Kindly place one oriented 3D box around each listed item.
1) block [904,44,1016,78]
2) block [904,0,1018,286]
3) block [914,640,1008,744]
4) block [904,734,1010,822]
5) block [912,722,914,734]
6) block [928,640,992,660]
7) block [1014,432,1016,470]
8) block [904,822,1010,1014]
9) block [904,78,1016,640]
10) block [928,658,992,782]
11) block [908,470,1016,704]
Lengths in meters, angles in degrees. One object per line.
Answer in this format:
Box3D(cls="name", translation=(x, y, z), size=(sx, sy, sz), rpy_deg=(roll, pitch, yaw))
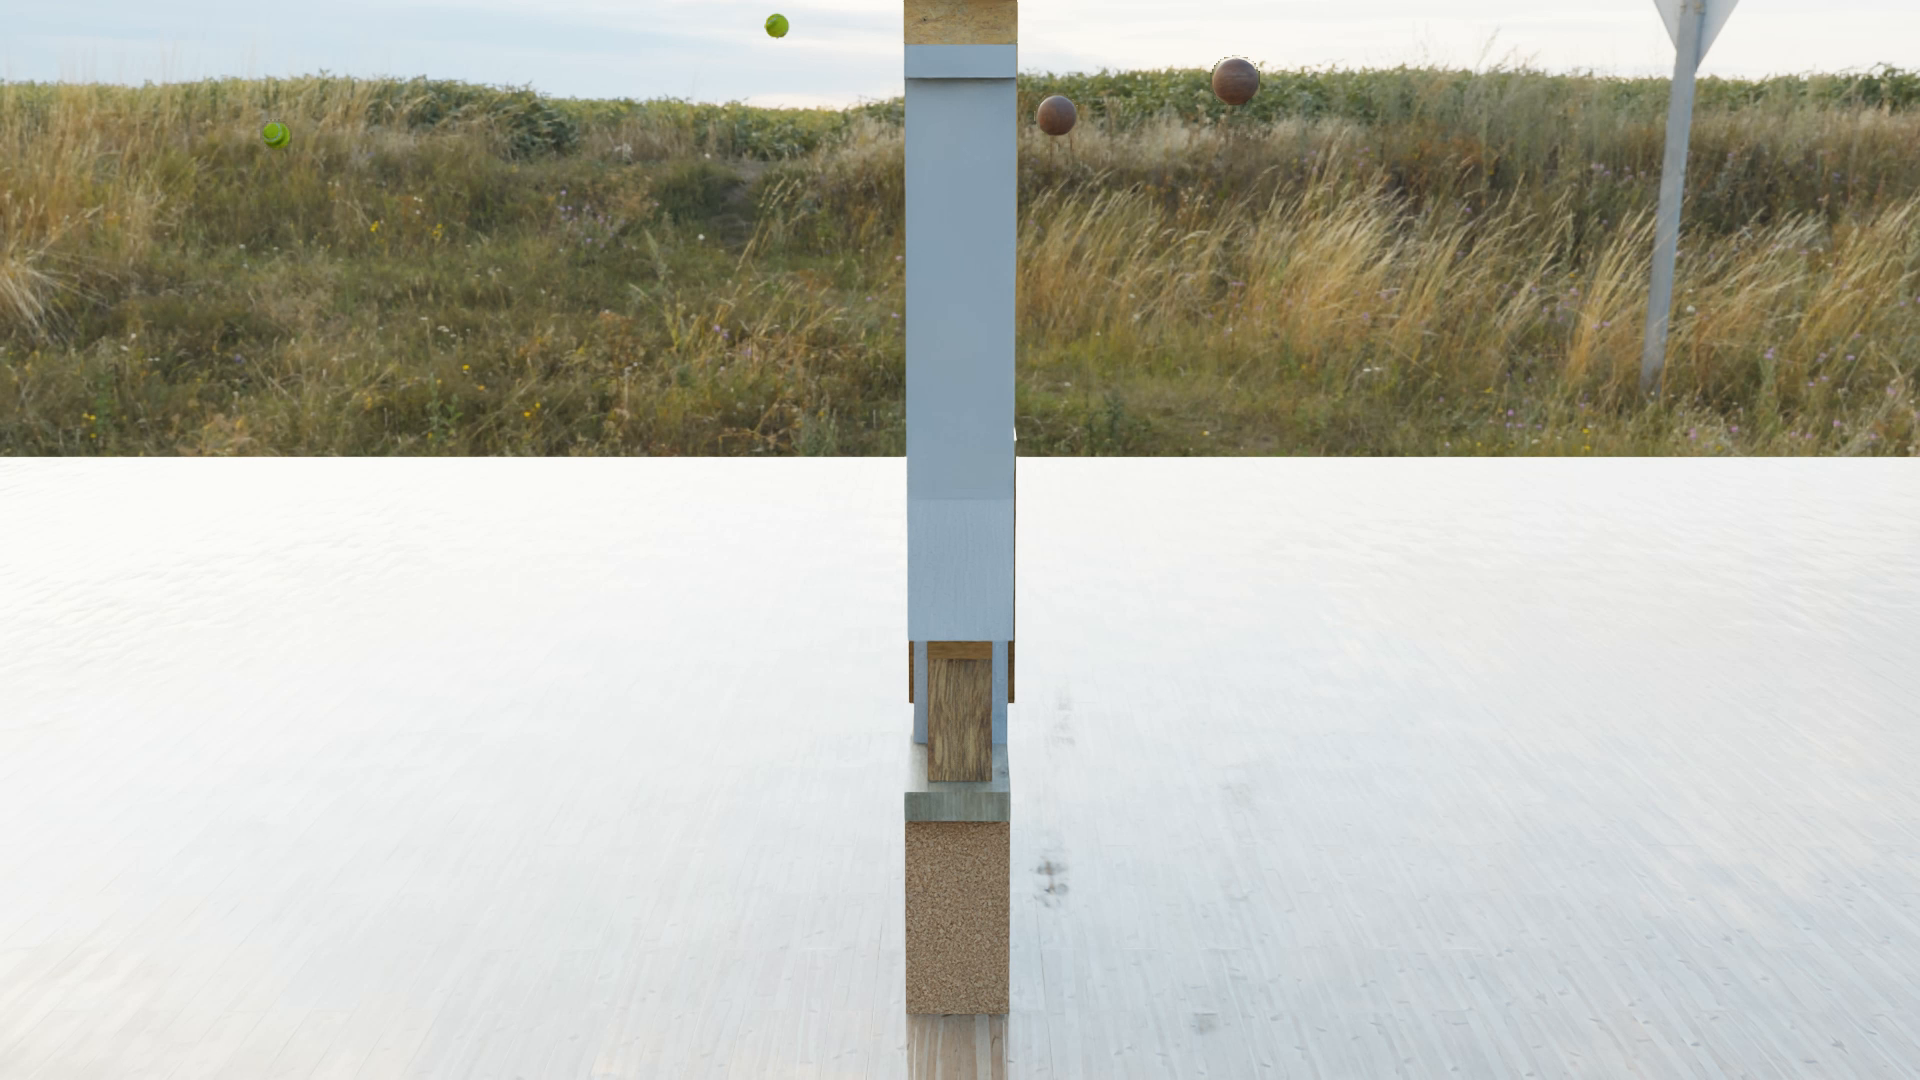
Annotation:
Box3D(cls="block", translation=(0.001, -0.659, 3.046), size=(0.148, 0.042, 0.297), rpy_deg=(0, 11, 0))
Box3D(cls="block", translation=(0.001, -0.596, 3.271), size=(0.168, 0.431, 0.048), rpy_deg=(0, 10, 0))
Box3D(cls="block", translation=(0.001, 0.165, 3.317), size=(0.141, 0.283, 0.040), rpy_deg=(0, 11, 0))
Box3D(cls="block", translation=(-0.003, 0.346, 3.229), size=(0.149, 0.042, 0.299), rpy_deg=(0, 11, 0))
Box3D(cls="block", translation=(-0.004, 0.306, 3.523), size=(0.143, 0.040, 0.285), rpy_deg=(0, 11, 0))
Box3D(cls="block", translation=(0.000, 0.137, 3.167), size=(0.091, 0.026, 0.183), rpy_deg=(0, 11, 0))
Box3D(cls="block", translation=(0.003, -0.166, 3.677), size=(0.175, 0.049, 0.349), rpy_deg=(0, 10, 0))
Box3D(cls="block", translation=(-0.004, 0.532, 3.162), size=(0.149, 0.299, 0.042), rpy_deg=(0, 11, 0))
Box3D(cls="block", translation=(0.001, -0.241, 3.025), size=(0.149, 0.771, 0.042), rpy_deg=(0, 11, -1))
Box3D(cls="block", translation=(0.000, 0.251, 3.125), size=(0.091, 0.183, 0.026), rpy_deg=(0, 10, 0))
Box3D(cls="block", translation=(0.003, 0.072, 3.603), size=(0.175, 0.391, 0.049), rpy_deg=(0, 10, 0))
